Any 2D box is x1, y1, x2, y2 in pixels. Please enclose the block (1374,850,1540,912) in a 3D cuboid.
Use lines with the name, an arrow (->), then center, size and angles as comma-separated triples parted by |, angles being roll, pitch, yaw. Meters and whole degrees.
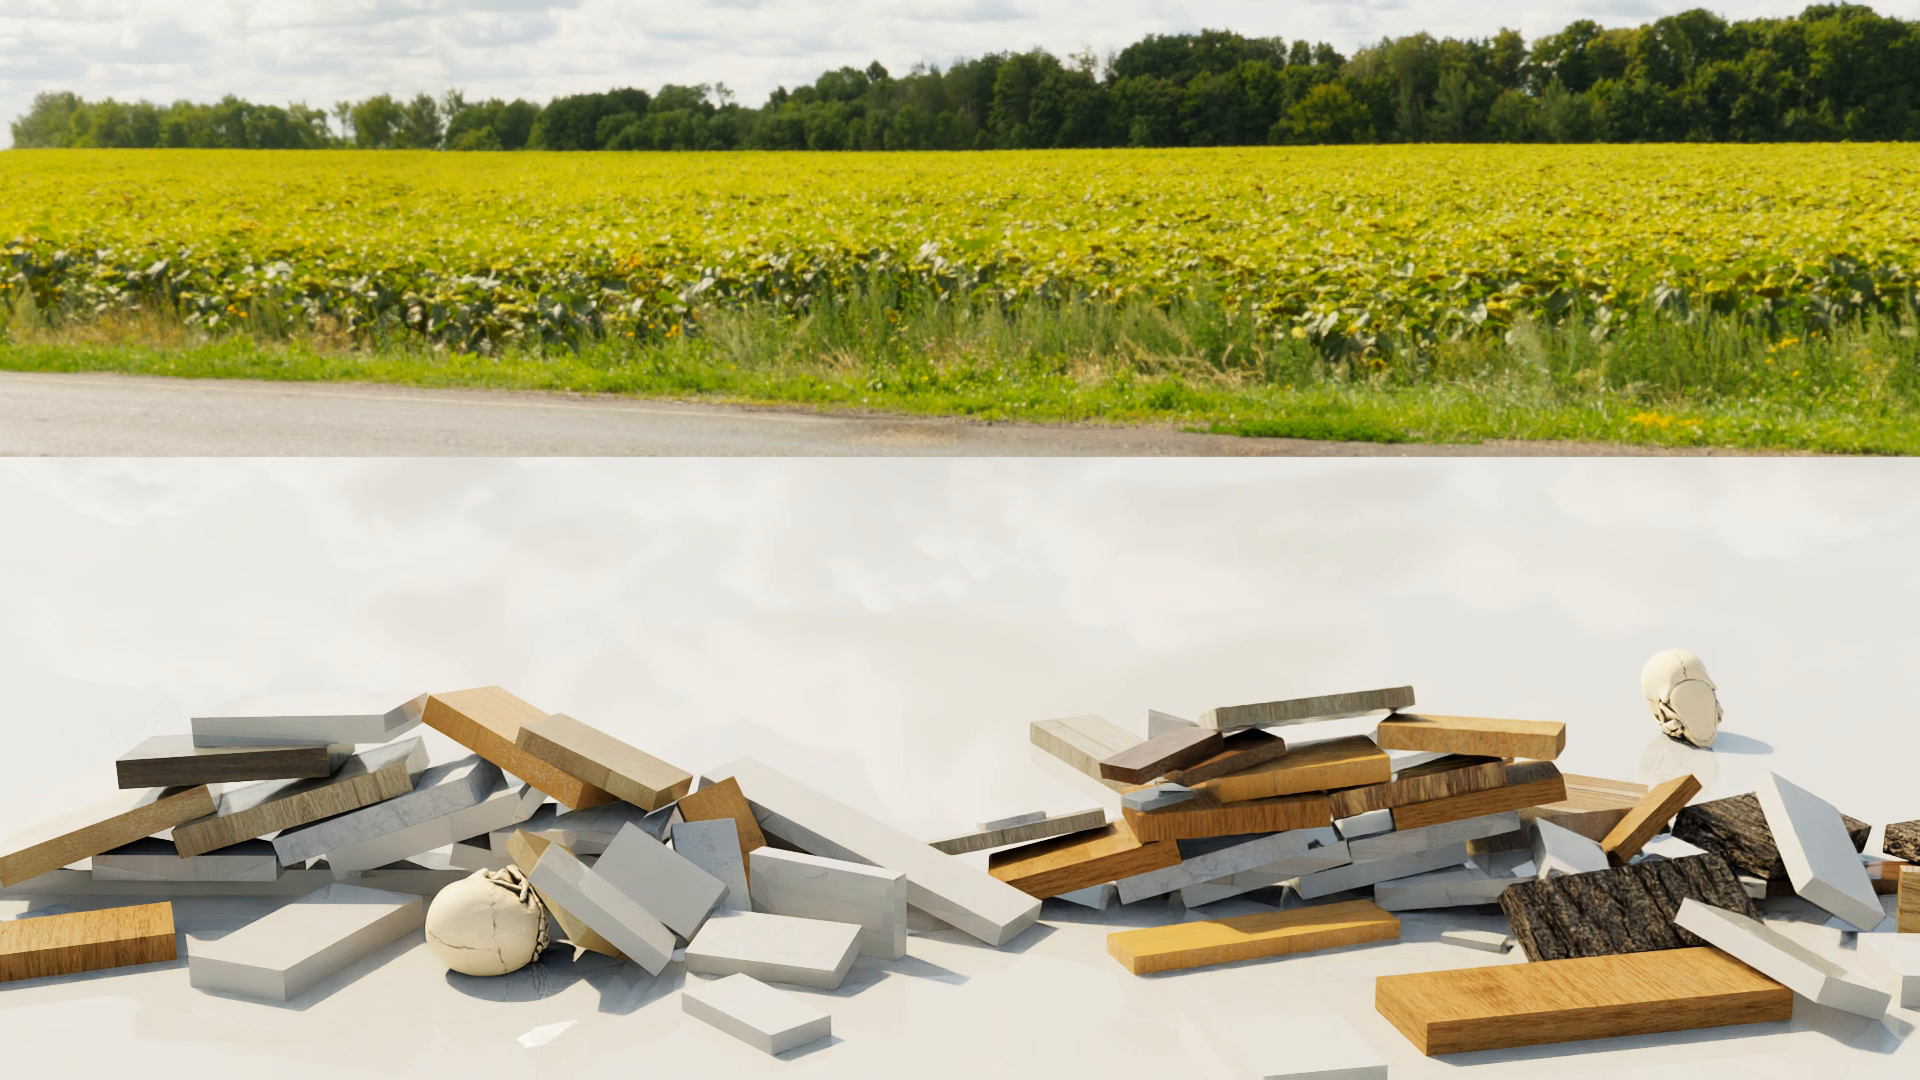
block -> 0.826, 0.558, 3.608 | 0.277, 0.039, 0.139 | -8, 8, 15

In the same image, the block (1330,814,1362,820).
block -> 0.599, 0.480, 3.939 | 0.217, 0.031, 0.108 | 8, 13, 36

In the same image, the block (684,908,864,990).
block -> -0.281, 0.620, 3.338 | 0.242, 0.034, 0.121 | 3, 25, 18

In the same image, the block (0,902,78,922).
block -> -1.479, 0.608, 3.531 | 0.052, 0.015, 0.104 | 9, 14, 41

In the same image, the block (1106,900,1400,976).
block -> 0.460, 0.618, 3.436 | 0.459, 0.029, 0.103 | -4, 11, -20

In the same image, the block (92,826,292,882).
block -> -1.269, 0.523, 3.675 | 0.303, 0.043, 0.152 | 0, 11, 1

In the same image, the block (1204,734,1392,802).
block -> 0.554, 0.378, 3.649 | 0.287, 0.041, 0.144 | -7, 11, -6

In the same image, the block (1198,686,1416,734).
block -> 0.582, 0.288, 3.701 | 0.343, 0.033, 0.117 | -6, -11, -9

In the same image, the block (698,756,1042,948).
block -> -0.155, 0.503, 3.606 | 0.600, 0.037, 0.132 | 23, 20, 26

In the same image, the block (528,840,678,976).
block -> -0.541, 0.558, 3.336 | 0.242, 0.034, 0.121 | 38, 5, -6

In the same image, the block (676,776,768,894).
block -> -0.373, 0.499, 3.589 | 0.102, 0.204, 0.029 | -23, -15, -19

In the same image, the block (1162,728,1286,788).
block -> 0.430, 0.358, 3.623 | 0.191, 0.027, 0.095 | -16, 12, -20

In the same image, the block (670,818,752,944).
block -> -0.394, 0.542, 3.500 | 0.102, 0.029, 0.204 | -3, 52, -17

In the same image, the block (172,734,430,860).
block -> -1.093, 0.426, 3.663 | 0.393, 0.049, 0.174 | -16, 11, -2

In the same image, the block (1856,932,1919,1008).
block -> 1.539, 0.640, 3.268 | 0.345, 0.049, 0.172 | 0, 11, 2

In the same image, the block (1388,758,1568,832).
block -> 0.850, 0.419, 3.638 | 0.277, 0.039, 0.139 | -12, 7, 7

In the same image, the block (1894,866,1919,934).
block -> 1.590, 0.575, 3.457 | 0.212, 0.106, 0.030 | 3, 11, 14

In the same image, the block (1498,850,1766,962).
block -> 1.037, 0.575, 3.385 | 0.423, 0.041, 0.143 | -4, 54, -25

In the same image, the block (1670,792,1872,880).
block -> 1.394, 0.498, 3.768 | 0.176, 0.050, 0.404 | 25, 17, 40

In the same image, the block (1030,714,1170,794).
block -> 0.376, 0.461, 4.247 | 0.153, 0.043, 0.800 | -5, 11, -23

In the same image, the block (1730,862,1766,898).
block -> 1.294, 0.552, 3.662 | 0.090, 0.026, 0.181 | 3, 10, 20

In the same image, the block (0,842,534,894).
block -> -1.228, 0.556, 3.736 | 1.023, 0.043, 0.152 | 0, 11, 0

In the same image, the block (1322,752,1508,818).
block -> 0.750, 0.397, 3.657 | 0.287, 0.041, 0.144 | -12, 7, 4

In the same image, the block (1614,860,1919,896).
block -> 1.267, 0.572, 3.695 | 0.818, 0.026, 0.090 | -1, 11, -3

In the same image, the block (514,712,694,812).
block -> -0.585, 0.364, 3.619 | 0.264, 0.037, 0.132 | 23, 13, 16

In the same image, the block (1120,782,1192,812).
block -> 0.321, 0.420, 3.592 | 0.108, 0.015, 0.054 | -10, 13, -33

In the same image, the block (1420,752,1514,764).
block -> 0.943, 0.457, 4.267 | 0.153, 0.043, 0.305 | 8, 13, 36

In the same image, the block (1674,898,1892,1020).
block -> 1.207, 0.614, 3.235 | 0.143, 0.041, 0.286 | 19, 6, -27

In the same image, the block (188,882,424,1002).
block -> -1.003, 0.616, 3.394 | 0.172, 0.049, 0.344 | 4, 11, 21

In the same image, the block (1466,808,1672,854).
block -> 1.021, 0.507, 3.796 | 0.353, 0.050, 0.176 | -3, -13, -17

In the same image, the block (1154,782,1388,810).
block -> 0.573, 0.454, 3.913 | 0.441, 0.030, 0.106 | -1, 10, -6

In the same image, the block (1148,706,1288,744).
block -> 0.537, 0.424, 4.266 | 0.031, 0.108, 0.465 | -8, 13, -38

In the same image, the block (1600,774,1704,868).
block -> 1.145, 0.475, 3.688 | 0.206, 0.029, 0.103 | -38, -4, -22

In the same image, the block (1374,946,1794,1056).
block -> 0.896, 0.659, 3.164 | 0.565, 0.049, 0.172 | -2, 11, -13

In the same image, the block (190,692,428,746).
block -> -1.093, 0.301, 3.708 | 0.344, 0.049, 0.172 | -2, 8, 11

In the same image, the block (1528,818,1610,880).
block -> 0.988, 0.522, 3.548 | 0.117, 0.033, 0.233 | 23, 15, 3
